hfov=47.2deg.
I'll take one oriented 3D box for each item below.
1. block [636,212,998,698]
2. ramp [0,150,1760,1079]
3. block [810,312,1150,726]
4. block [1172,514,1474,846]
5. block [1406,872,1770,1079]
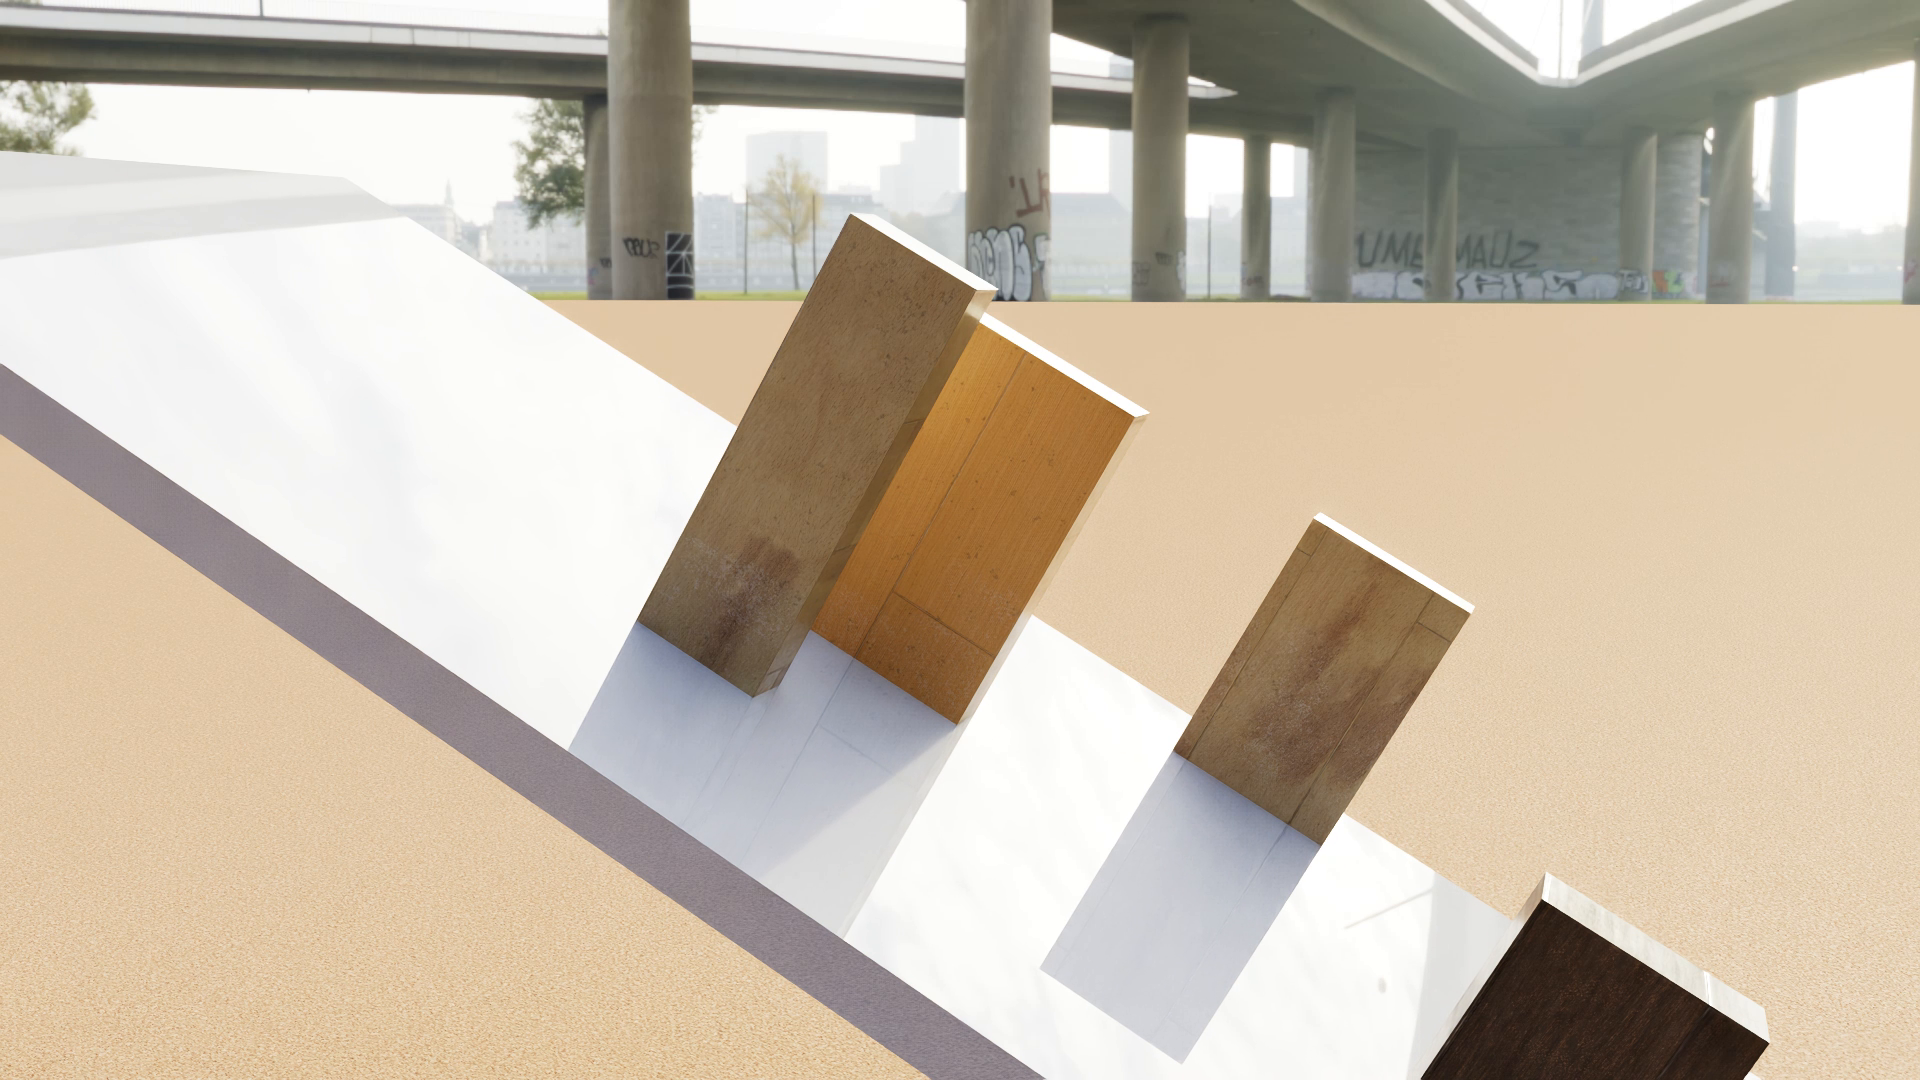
[{"bbox_3d":[-0.248,-0.140,3.722,0.249,0.797,0.121,32,15,11],"label":"block"},{"bbox_3d":[-0.186,0.307,4.129,4.000,0.100,2.000,32,15,11],"label":"ramp"},{"bbox_3d":[0.017,-0.043,4.142,0.377,0.676,0.119,32,15,11],"label":"block"},{"bbox_3d":[0.757,0.292,4.610,0.371,0.584,0.098,32,15,11],"label":"block"},{"bbox_3d":[0.834,0.802,3.116,0.347,0.540,0.145,32,15,11],"label":"block"}]
